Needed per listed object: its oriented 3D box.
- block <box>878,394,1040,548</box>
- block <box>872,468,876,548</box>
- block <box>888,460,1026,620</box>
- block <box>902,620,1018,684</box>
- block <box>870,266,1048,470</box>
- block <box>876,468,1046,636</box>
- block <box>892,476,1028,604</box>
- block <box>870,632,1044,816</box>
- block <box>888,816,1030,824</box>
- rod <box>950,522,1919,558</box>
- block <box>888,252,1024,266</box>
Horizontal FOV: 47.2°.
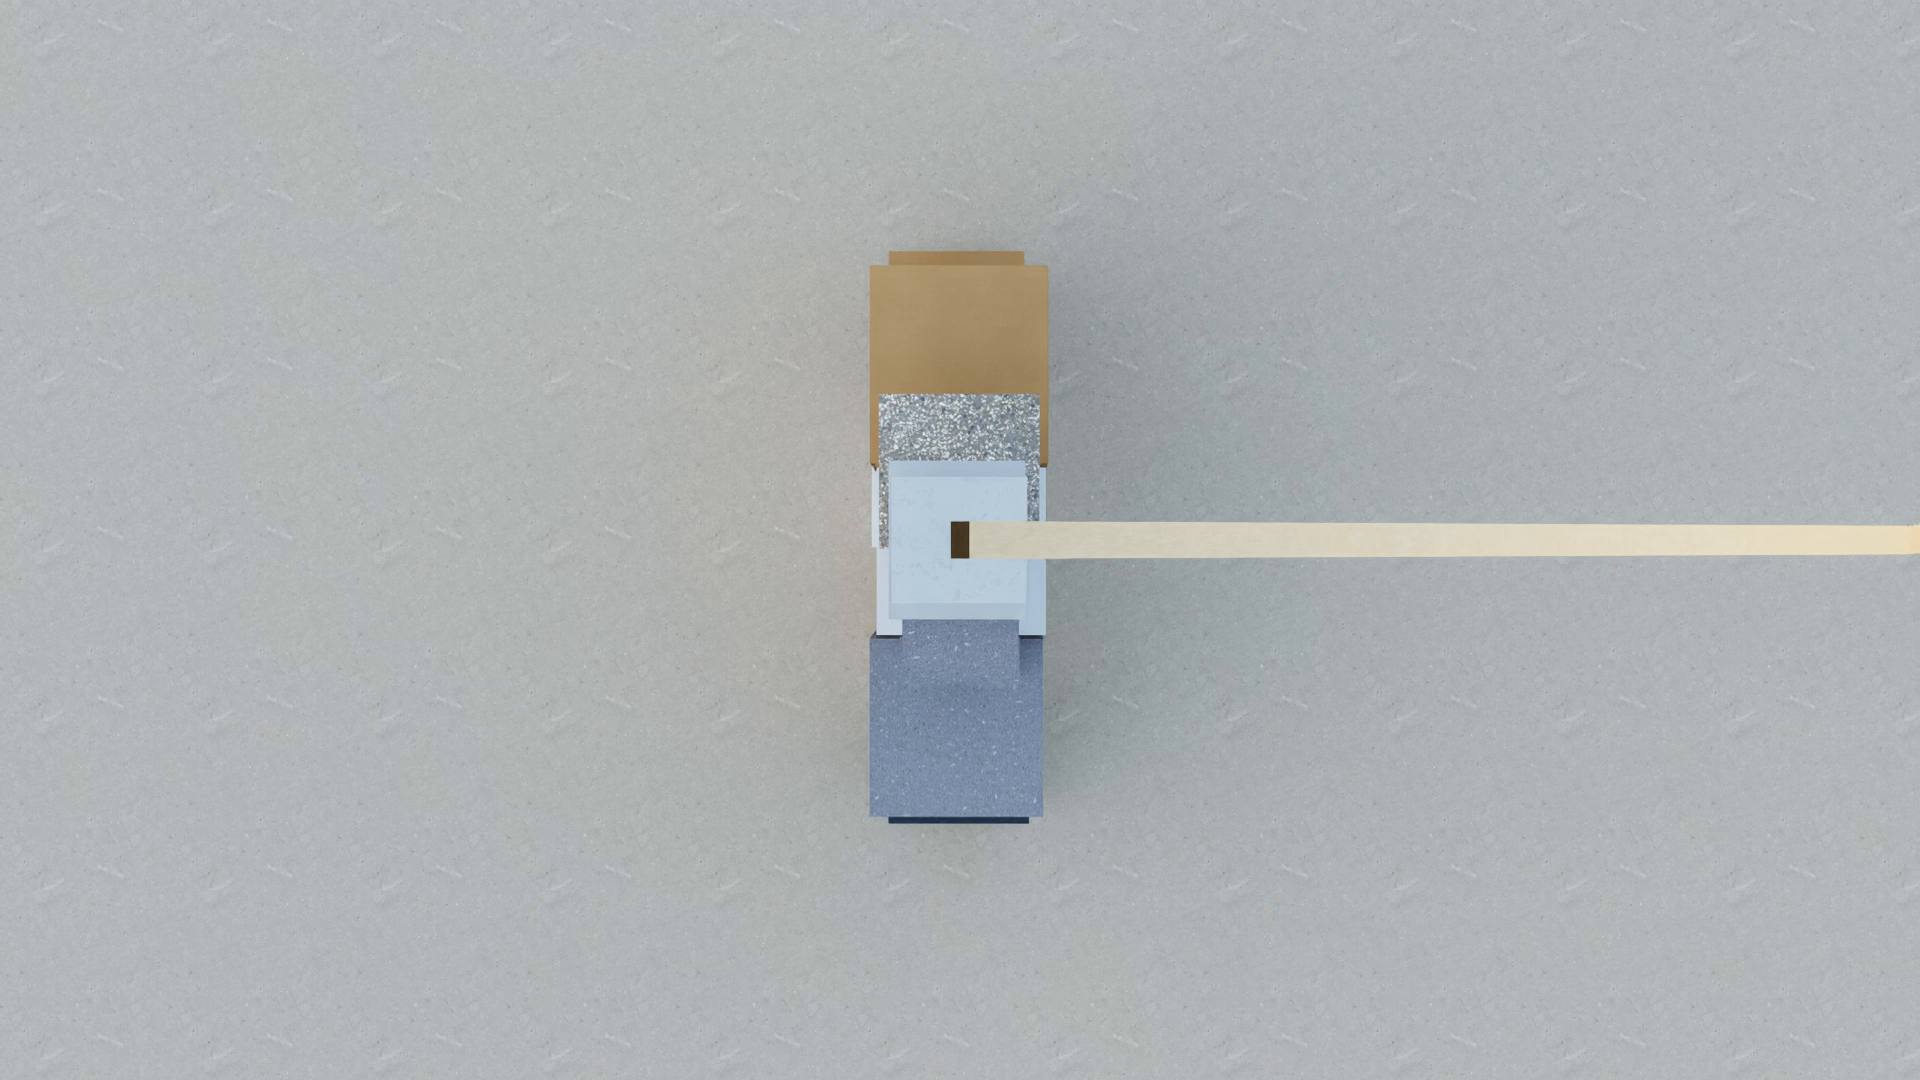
[{"bbox_3d":[-0.004,-0.325,10.756,0.760,0.706,0.731,0,90,0],"label":"block"},{"bbox_3d":[-0.008,-0.390,12.557,0.954,0.885,0.862,0,90,0],"label":"block"},{"bbox_3d":[-0.014,0.000,10.090,0.606,0.627,0.704,0,90,0],"label":"block"},{"bbox_3d":[0.003,0.370,10.828,0.560,0.562,0.640,0,90,0],"label":"block"},{"bbox_3d":[-0.005,-0.895,11.709,0.917,0.815,1.021,0,89,0],"label":"block"},{"bbox_3d":[0.006,0.057,11.612,0.854,1.006,0.847,0,90,0],"label":"block"},{"bbox_3d":[-0.002,0.000,9.464,0.564,0.623,0.526,0,90,0],"label":"block"},{"bbox_3d":[-0.019,0.948,11.687,0.882,1.044,0.907,0,90,0],"label":"block"},{"bbox_3d":[-0.007,1.254,12.679,0.792,0.642,0.679,0,90,0],"label":"block"},{"bbox_3d":[2.234,0.000,6.022,5.200,0.080,0.080,0,90,-31],"label":"rod"},{"bbox_3d":[-0.019,-1.213,12.570,0.748,0.860,0.763,0,90,0],"label":"block"}]
